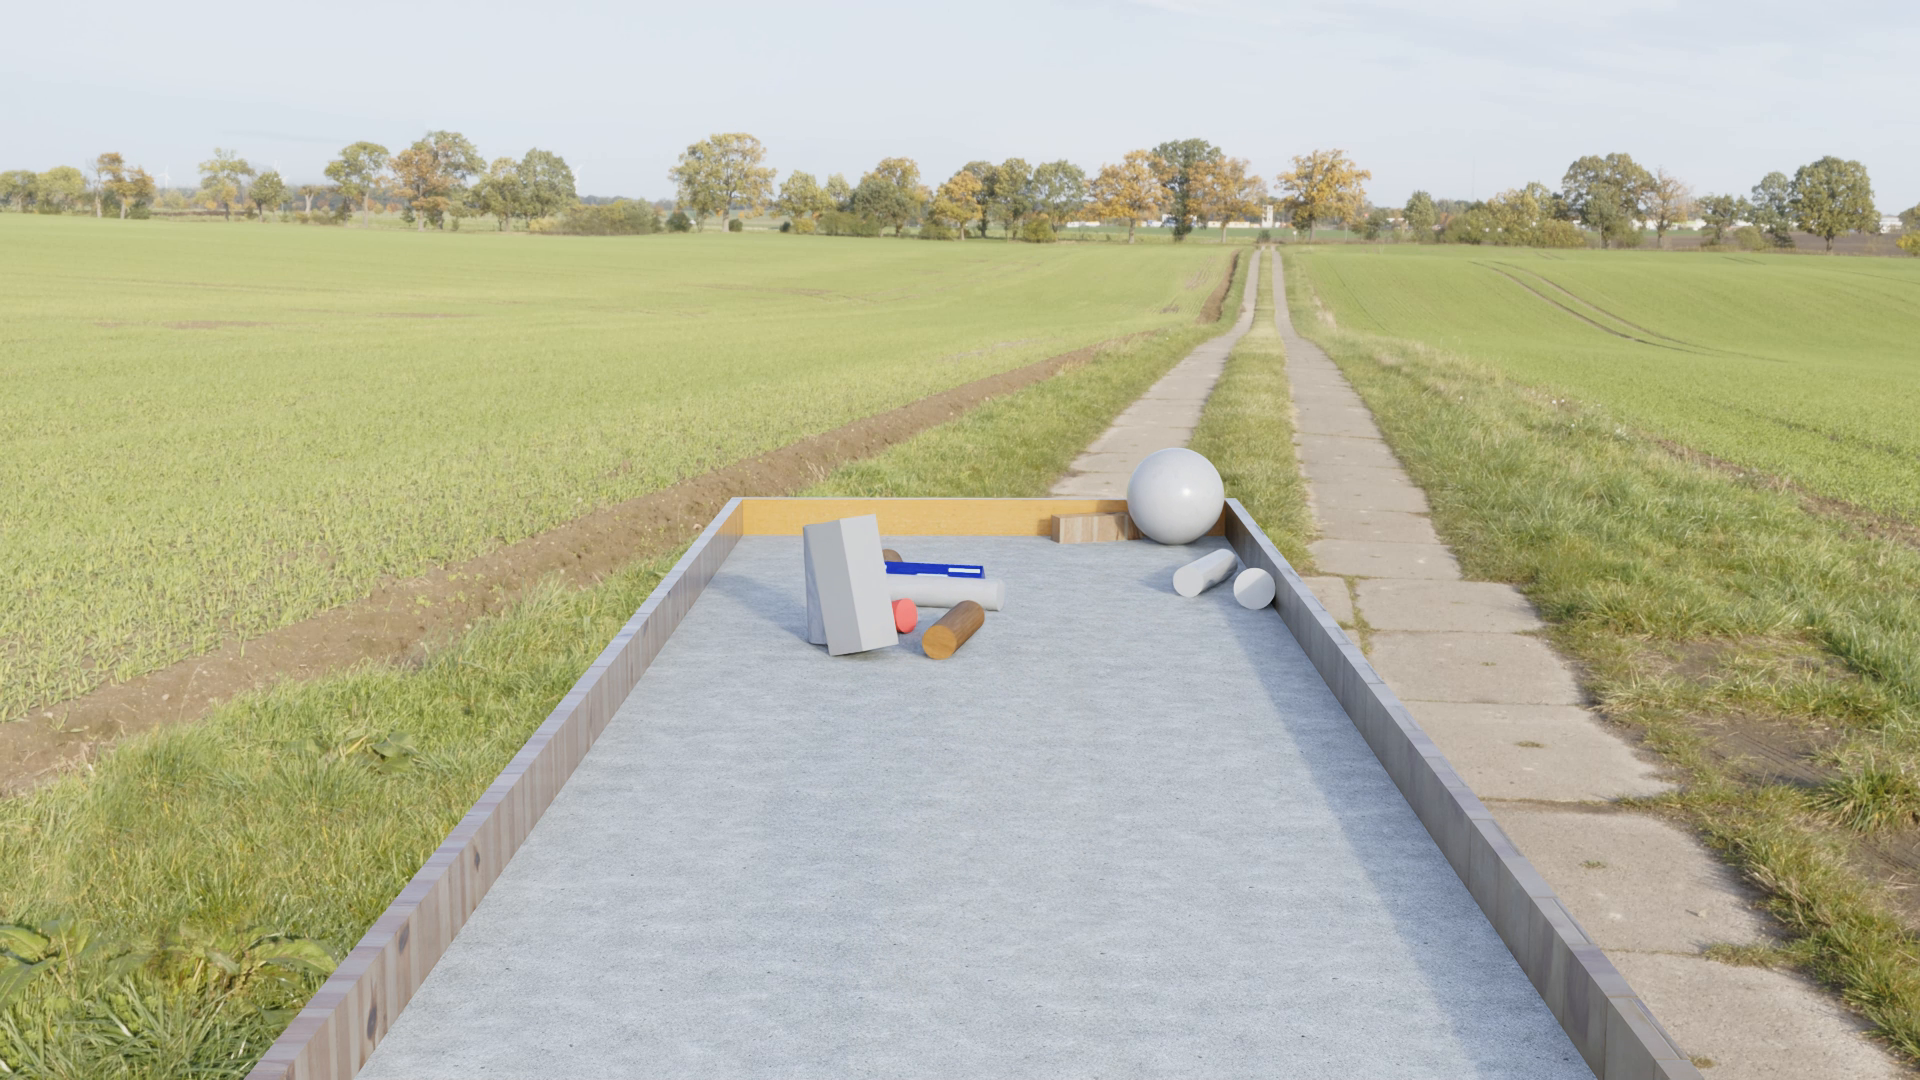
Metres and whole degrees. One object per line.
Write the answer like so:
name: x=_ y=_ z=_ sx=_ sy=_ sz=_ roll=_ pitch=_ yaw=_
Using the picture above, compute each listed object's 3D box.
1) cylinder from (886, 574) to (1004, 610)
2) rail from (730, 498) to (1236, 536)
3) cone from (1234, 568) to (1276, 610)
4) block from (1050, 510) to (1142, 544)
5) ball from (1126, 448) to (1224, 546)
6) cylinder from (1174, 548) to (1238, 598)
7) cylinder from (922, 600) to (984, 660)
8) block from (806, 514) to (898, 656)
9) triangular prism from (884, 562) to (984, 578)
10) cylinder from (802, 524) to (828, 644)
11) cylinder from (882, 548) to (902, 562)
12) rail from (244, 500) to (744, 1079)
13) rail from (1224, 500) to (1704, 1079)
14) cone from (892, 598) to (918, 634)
cylinder: x=-0.063 y=0.178 z=7.541 sx=0.418 sy=0.107 sz=0.107 roll=3 pitch=9 yaw=17
rail: x=0.099 y=-0.098 z=9.147 sx=2.100 sy=0.150 sz=0.050 roll=0 pitch=9 yaw=1
cone: x=1.044 y=0.175 z=7.686 sx=0.142 sy=0.142 sz=0.351 roll=2 pitch=-2 yaw=12
block: x=0.560 y=-0.053 z=9.011 sx=0.361 sy=0.105 sz=0.105 roll=-3 pitch=9 yaw=-18
ball: x=0.868 y=-0.176 z=8.864 sx=0.394 sy=0.394 sz=0.394 roll=0 pitch=9 yaw=0
cylinder: x=0.886 y=0.117 z=7.914 sx=0.112 sy=0.112 sz=0.404 roll=4 pitch=10 yaw=24
cylinder: x=-0.018 y=0.280 z=6.903 sx=0.107 sy=0.107 sz=0.425 roll=2 pitch=9 yaw=12
block: x=-0.330 y=0.138 z=6.761 sx=0.152 sy=0.406 sz=0.152 roll=-11 pitch=-1 yaw=44
triangular prism: x=-0.141 y=0.142 z=7.681 sx=0.458 sy=0.127 sz=0.147 roll=2 pitch=9 yaw=15
cylinder: x=-0.409 y=0.136 z=6.949 sx=0.159 sy=0.367 sz=0.159 roll=-3 pitch=6 yaw=0
cylinder: x=-0.251 y=0.112 z=7.947 sx=0.112 sy=0.112 sz=0.312 roll=-1 pitch=9 yaw=-6
rail: x=-1.004 y=0.839 z=3.234 sx=0.050 sy=0.150 sz=12.000 roll=0 pitch=9 yaw=1
rail: x=1.046 y=0.843 z=3.208 sx=0.050 sy=0.150 sz=12.000 roll=0 pitch=9 yaw=1
cone: x=-0.327 y=0.255 z=7.221 sx=0.386 sy=0.113 sz=0.113 roll=-4 pitch=5 yaw=37
